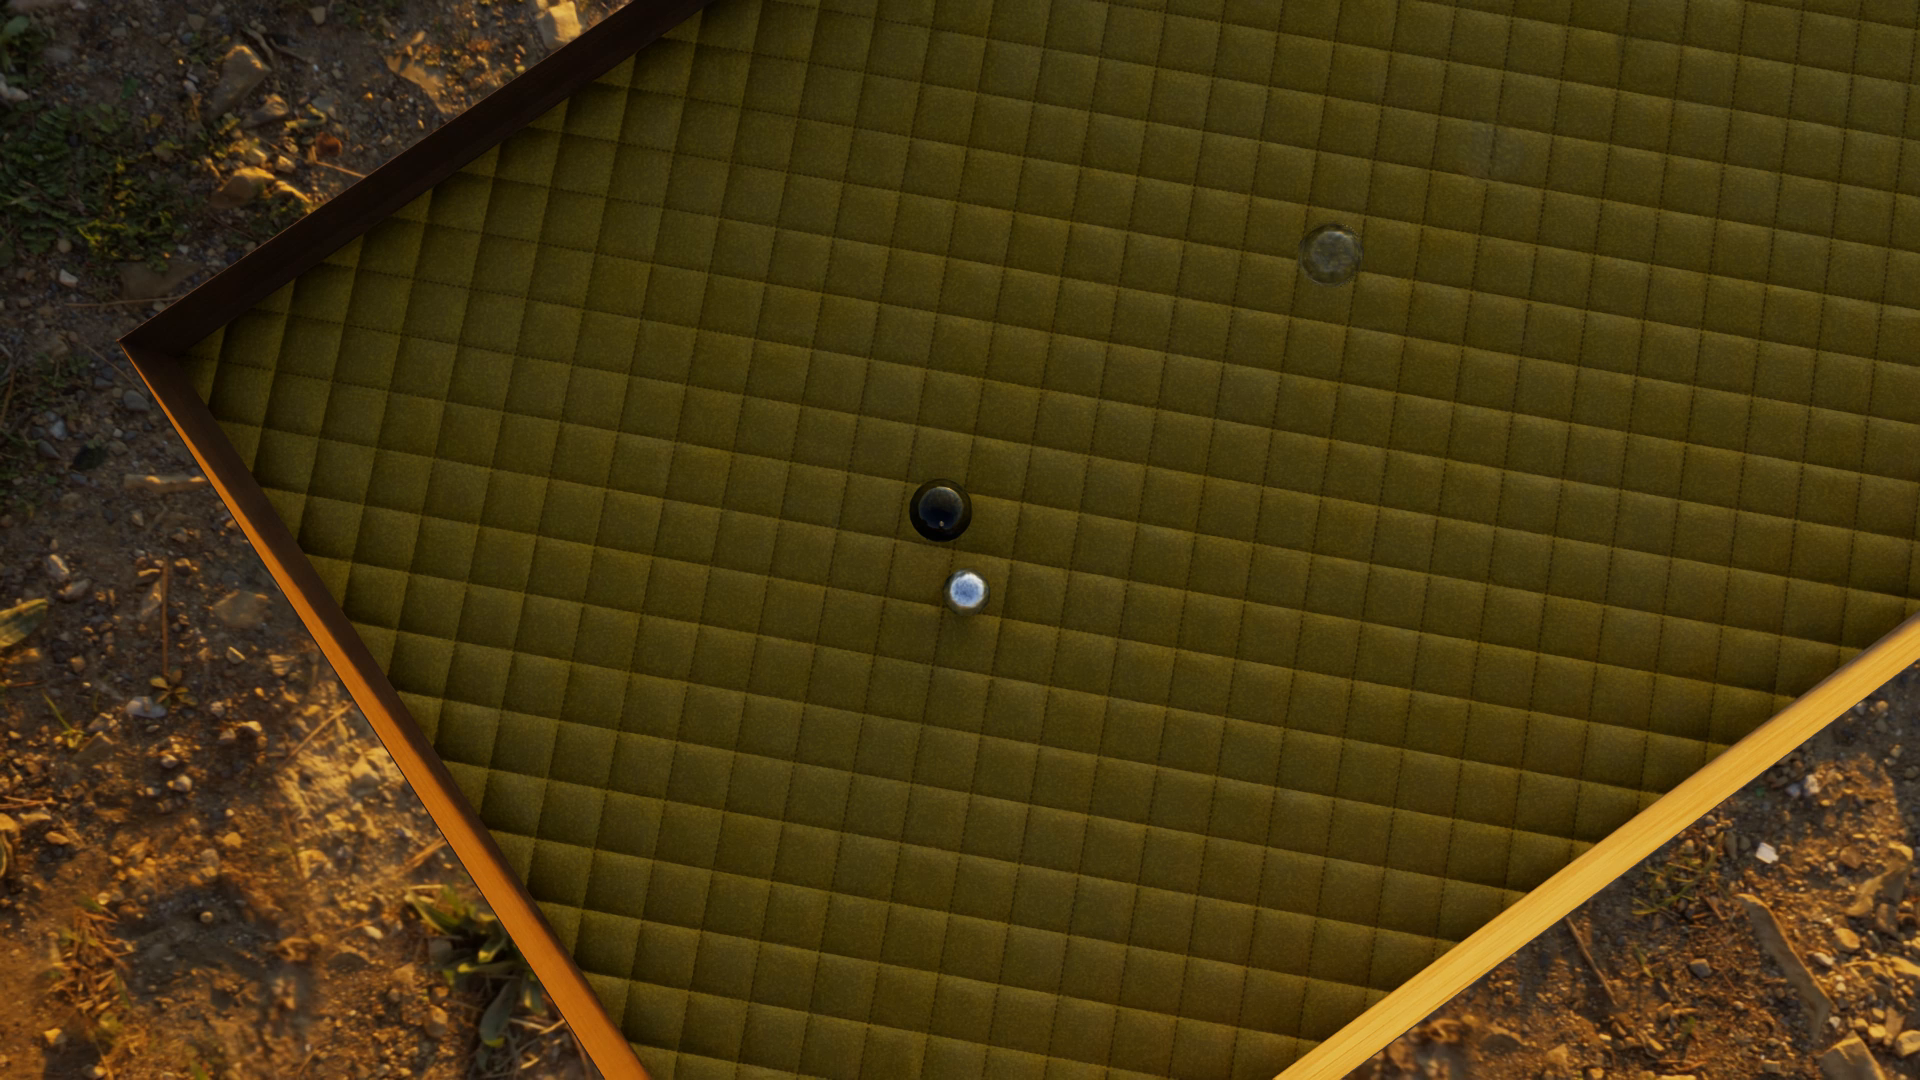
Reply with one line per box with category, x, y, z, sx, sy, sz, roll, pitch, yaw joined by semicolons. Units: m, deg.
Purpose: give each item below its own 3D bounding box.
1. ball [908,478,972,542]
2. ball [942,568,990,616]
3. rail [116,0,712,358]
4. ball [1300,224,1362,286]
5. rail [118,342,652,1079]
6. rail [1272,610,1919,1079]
ball;-0.028;-0.044;3.258;0.095;0.095;0.095;0;82;0
ball;0.010;0.077;3.253;0.071;0.071;0.071;0;82;0
rail;0.173;-1.228;3.404;3.401;0.123;0.045;-35;84;-4
ball;0.558;-0.429;3.311;0.093;0.093;0.093;0;82;0
rail;-0.678;0.466;3.173;0.045;0.123;1.877;-35;84;-4
rail;1.221;0.258;3.201;3.401;0.123;0.045;-35;84;-4
